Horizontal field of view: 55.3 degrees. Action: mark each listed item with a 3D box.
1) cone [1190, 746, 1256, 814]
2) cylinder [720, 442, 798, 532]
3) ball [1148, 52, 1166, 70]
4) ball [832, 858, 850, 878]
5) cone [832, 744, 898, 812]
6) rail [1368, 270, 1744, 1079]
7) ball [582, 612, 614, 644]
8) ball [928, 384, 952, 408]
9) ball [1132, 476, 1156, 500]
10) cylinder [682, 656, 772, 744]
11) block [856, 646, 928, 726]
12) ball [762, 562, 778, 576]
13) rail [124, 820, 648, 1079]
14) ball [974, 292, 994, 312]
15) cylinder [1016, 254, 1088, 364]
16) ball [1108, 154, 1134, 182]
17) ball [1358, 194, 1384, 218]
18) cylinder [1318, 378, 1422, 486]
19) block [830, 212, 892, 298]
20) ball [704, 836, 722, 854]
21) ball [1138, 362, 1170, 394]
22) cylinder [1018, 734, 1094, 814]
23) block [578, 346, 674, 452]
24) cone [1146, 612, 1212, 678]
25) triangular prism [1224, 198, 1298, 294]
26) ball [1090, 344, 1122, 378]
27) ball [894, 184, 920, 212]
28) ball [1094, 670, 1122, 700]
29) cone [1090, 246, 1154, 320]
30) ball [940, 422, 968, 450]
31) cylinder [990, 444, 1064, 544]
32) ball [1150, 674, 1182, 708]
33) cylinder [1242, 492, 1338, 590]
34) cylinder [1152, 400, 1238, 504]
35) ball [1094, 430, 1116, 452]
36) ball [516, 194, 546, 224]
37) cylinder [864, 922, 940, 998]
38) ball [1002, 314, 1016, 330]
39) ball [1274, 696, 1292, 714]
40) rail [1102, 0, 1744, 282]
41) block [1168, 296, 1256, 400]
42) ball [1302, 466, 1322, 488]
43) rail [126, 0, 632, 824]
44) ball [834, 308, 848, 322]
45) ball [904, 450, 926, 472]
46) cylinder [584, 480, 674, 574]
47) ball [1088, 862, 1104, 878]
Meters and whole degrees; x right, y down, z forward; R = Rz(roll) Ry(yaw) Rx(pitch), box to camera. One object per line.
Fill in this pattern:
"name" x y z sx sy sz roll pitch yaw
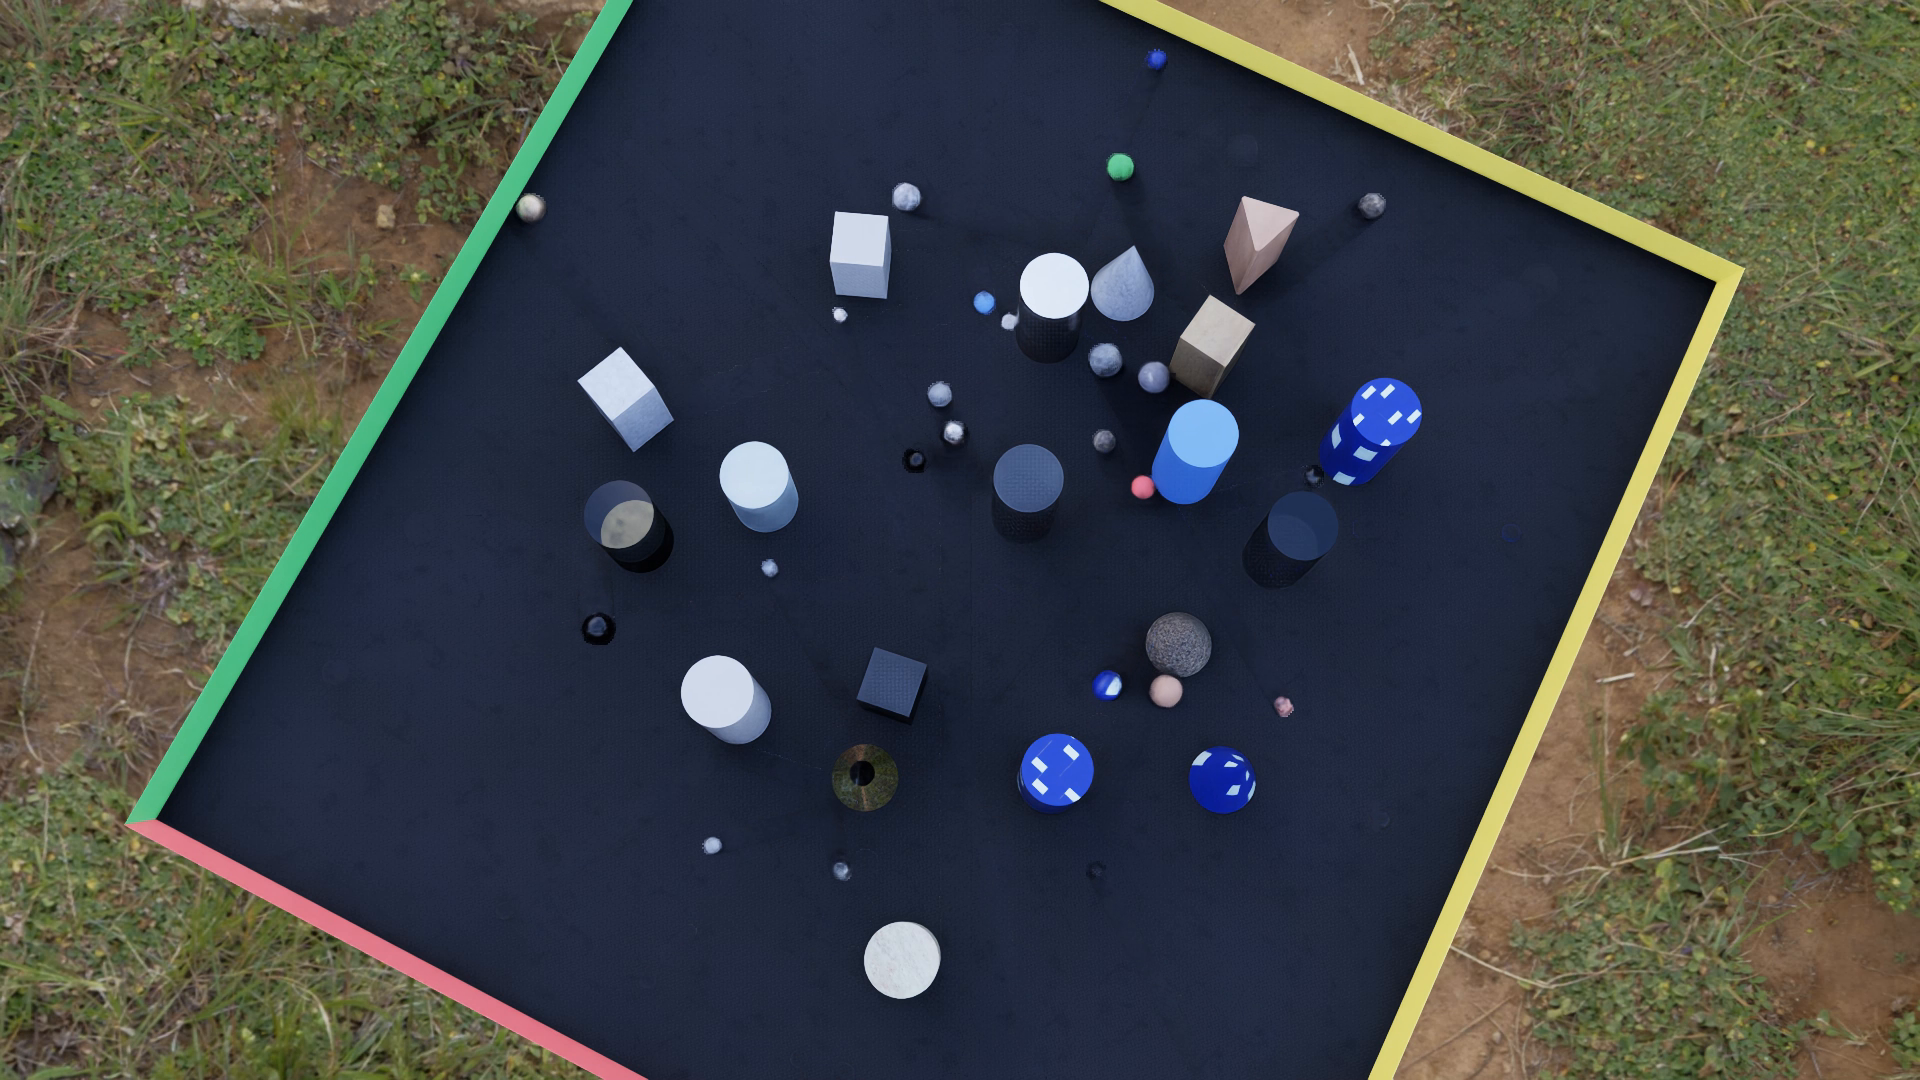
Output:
"cone" 0.783 0.670 5.248 0.200 0.451 0.200 0 78 0
"cylinder" -0.597 -0.155 5.478 0.200 0.335 0.200 0 78 0
"ball" 0.632 -1.545 5.908 0.057 0.057 0.057 0 78 0
"ball" -0.349 0.967 5.387 0.058 0.058 0.058 0 78 0
"cone" -0.283 0.679 5.321 0.200 0.305 0.200 0 78 0
"rail" 1.578 0.780 5.388 0.045 0.130 3.689 26 80 5
"ball" -1.089 0.265 5.514 0.093 0.093 0.093 0 78 0
"ball" -0.061 -0.448 5.672 0.074 0.074 0.074 0 78 0
"ball" 0.561 -0.160 5.613 0.073 0.073 0.073 0 78 0
"cylinder" -0.667 0.466 5.274 0.200 0.483 0.200 0 78 0
"block" -0.196 0.433 5.403 0.160 0.242 0.160 18 79 4
"ball" -0.578 0.087 5.575 0.046 0.046 0.046 0 78 0
"rail" -0.814 1.602 5.218 3.576 0.130 0.045 26 80 5
"ball" 0.075 -0.745 5.738 0.065 0.065 0.065 0 78 0
"cylinder" 0.274 -0.694 5.535 0.200 0.442 0.200 0 78 0
"ball" 0.509 -1.182 5.818 0.085 0.085 0.085 0 78 0
"ball" 1.300 -1.056 5.796 0.078 0.078 0.078 0 78 0
"cylinder" 1.210 -0.315 5.435 0.200 0.484 0.200 0 78 0
"block" -0.304 -0.875 5.649 0.160 0.292 0.160 5 78 1
"ball" -0.728 0.901 5.405 0.049 0.049 0.049 0 78 0
"ball" 0.602 -0.502 5.670 0.098 0.098 0.098 0 78 0
"cylinder" 0.271 0.677 5.278 0.200 0.388 0.200 0 78 0
"block" -1.001 -0.419 5.517 0.160 0.365 0.160 -40 81 -8
"cone" 0.663 0.278 5.365 0.200 0.380 0.200 0 78 0
"triangular prism" 0.889 -0.923 5.611 0.173 0.386 0.150 -42 81 -8
"ball" 0.452 -0.555 5.681 0.100 0.100 0.100 0 78 0
"ball" -0.167 -1.084 5.796 0.088 0.088 0.088 0 78 0
"ball" 0.442 0.433 5.482 0.088 0.088 0.088 0 78 0
"cone" 0.513 -0.827 5.584 0.200 0.398 0.200 0 78 0
"ball" -0.020 -0.322 5.640 0.085 0.085 0.085 0 78 0
"cylinder" 0.194 -0.129 5.413 0.200 0.451 0.200 0 78 0
"ball" 0.614 0.451 5.473 0.098 0.098 0.098 0 78 0
"cylinder" 0.962 0.008 5.373 0.200 0.475 0.200 0 78 0
"cylinder" 0.691 -0.255 5.430 0.200 0.468 0.200 0 78 0
"ball" 0.445 -0.303 5.644 0.069 0.069 0.069 0 78 0
"ball" -1.356 -1.044 5.787 0.090 0.090 0.090 0 78 0
"cylinder" -0.156 1.170 5.128 0.200 0.483 0.200 0 78 0
"ball" 0.153 -0.684 5.733 0.049 0.049 0.049 0 78 0
"ball" 0.966 0.494 5.487 0.053 0.053 0.053 0 78 0
"rail" 0.814 -1.588 5.878 3.576 0.130 0.045 26 80 5
"block" 0.756 -0.577 5.551 0.160 0.362 0.160 35 80 7
"ball" 1.080 -0.193 5.624 0.063 0.063 0.063 0 78 0
"rail" -1.578 -0.766 5.708 0.045 0.130 3.689 26 80 5
"ball" -0.375 -0.705 5.741 0.043 0.043 0.043 0 78 0
"ball" -0.138 -0.243 5.634 0.065 0.065 0.065 0 78 0
"cylinder" -0.976 -0.035 5.430 0.200 0.380 0.200 0 78 0
"ball" 0.400 0.971 5.391 0.048 0.048 0.048 0 78 0
